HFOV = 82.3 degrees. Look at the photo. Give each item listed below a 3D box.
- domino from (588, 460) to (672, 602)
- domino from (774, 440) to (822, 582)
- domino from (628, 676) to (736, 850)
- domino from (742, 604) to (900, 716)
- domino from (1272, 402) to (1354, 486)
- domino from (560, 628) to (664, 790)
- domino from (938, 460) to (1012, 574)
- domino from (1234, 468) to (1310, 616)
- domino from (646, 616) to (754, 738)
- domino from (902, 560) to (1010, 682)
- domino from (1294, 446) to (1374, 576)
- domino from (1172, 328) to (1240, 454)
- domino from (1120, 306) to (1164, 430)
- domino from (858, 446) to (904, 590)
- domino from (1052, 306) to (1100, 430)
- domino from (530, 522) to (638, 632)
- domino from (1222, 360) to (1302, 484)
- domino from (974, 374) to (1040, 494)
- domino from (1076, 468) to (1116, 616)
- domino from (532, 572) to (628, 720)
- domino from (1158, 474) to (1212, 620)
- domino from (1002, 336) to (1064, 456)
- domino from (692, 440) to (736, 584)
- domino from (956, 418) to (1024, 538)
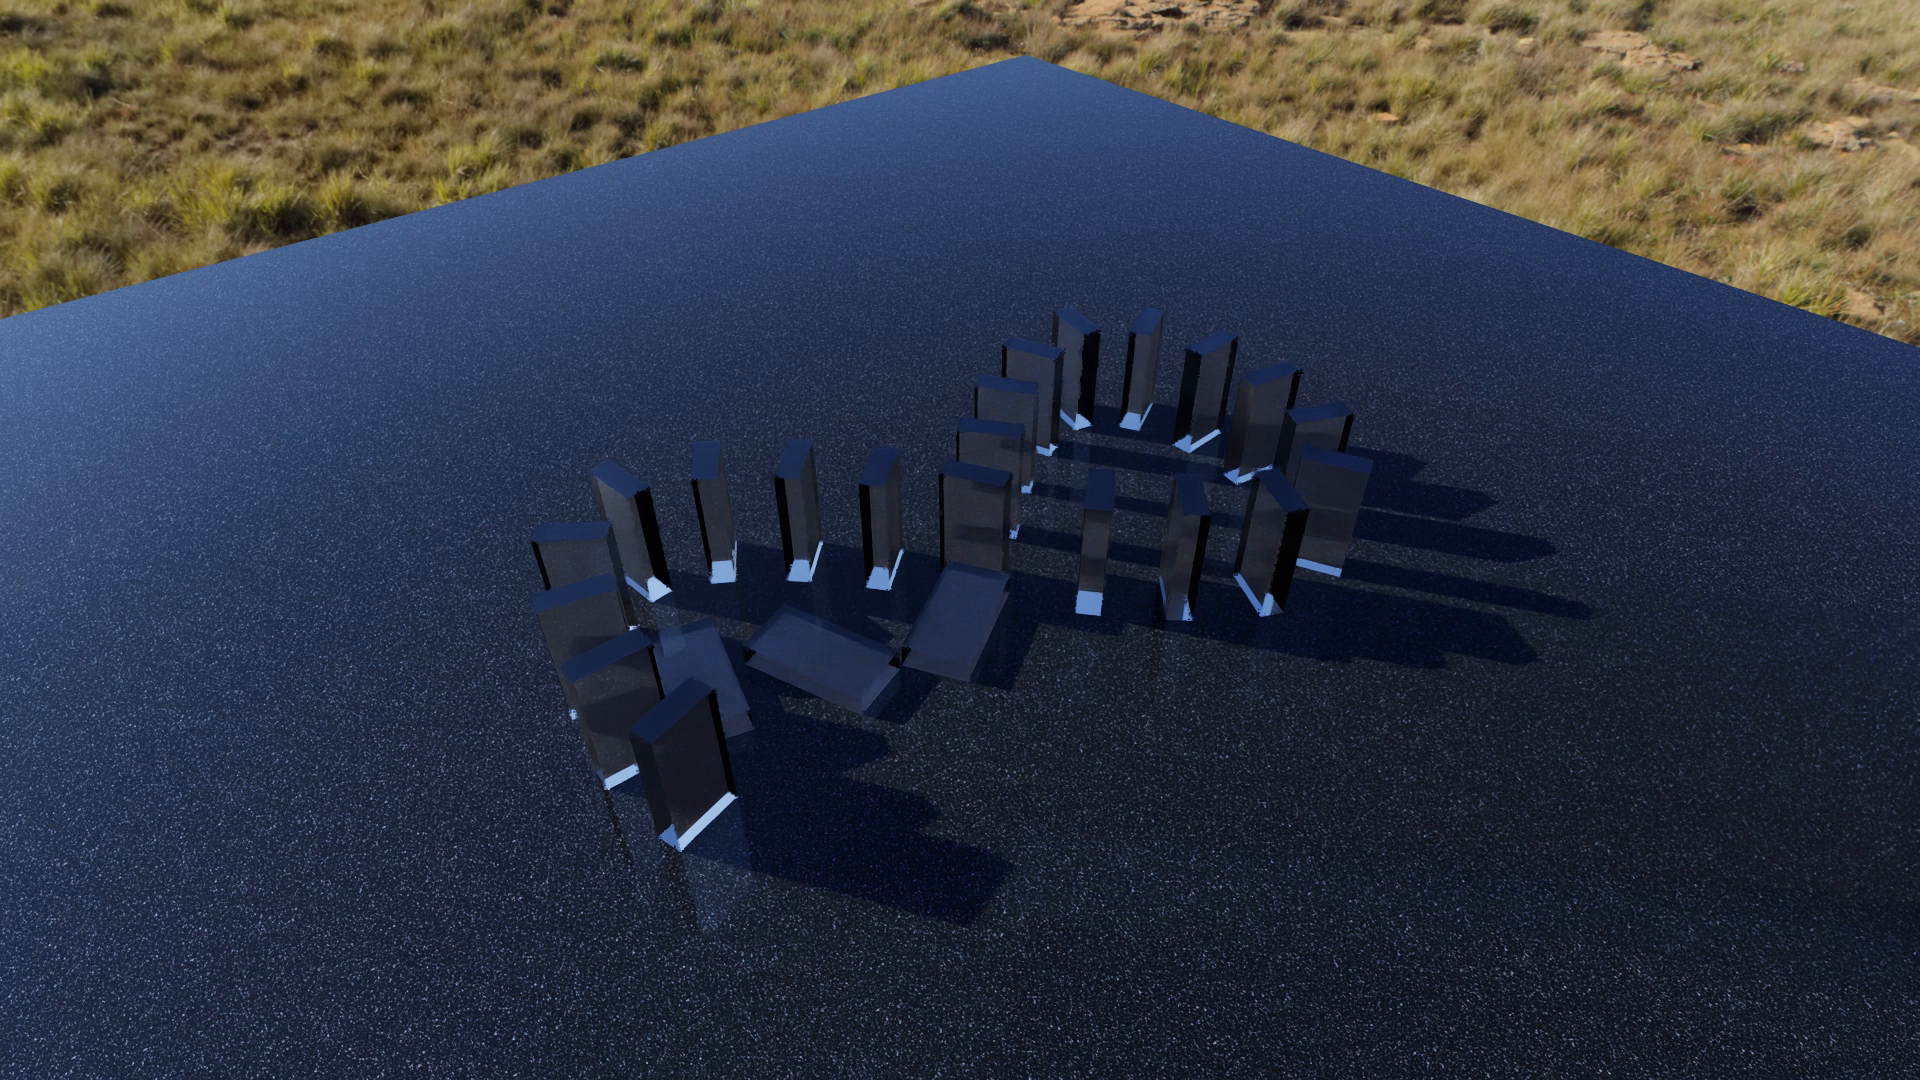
[{"bbox_3d":[-0.124,-0.003,0.415,0.025,0.050,0.009,31,48,32],"label":"domino"},{"bbox_3d":[-0.062,-0.011,0.425,0.009,0.050,0.025,3,39,4],"label":"domino"},{"bbox_3d":[-0.082,0.067,0.329,0.009,0.050,0.025,23,45,26],"label":"domino"},{"bbox_3d":[-0.049,0.042,0.392,0.050,0.010,0.025,20,43,22],"label":"domino"},{"bbox_3d":[0.142,-0.031,0.449,0.025,0.050,0.009,-9,40,-11],"label":"domino"},{"bbox_3d":[-0.106,0.054,0.346,0.025,0.050,0.010,-27,46,-29],"label":"domino"},{"bbox_3d":[0.006,-0.005,0.418,0.025,0.050,0.010,12,41,15],"label":"domino"},{"bbox_3d":[0.115,0.001,0.410,0.010,0.050,0.025,-9,40,-10],"label":"domino"},{"bbox_3d":[-0.092,0.049,0.383,0.025,0.009,0.050,-16,42,-19],"label":"domino"},{"bbox_3d":[-0.001,0.029,0.408,0.025,0.010,0.050,12,41,15],"label":"domino"},{"bbox_3d":[0.140,-0.011,0.425,0.025,0.050,0.009,16,42,19],"label":"domino"},{"bbox_3d":[0.110,-0.066,0.493,0.025,0.050,0.010,-31,49,-32],"label":"domino"},{"bbox_3d":[0.084,-0.079,0.507,0.010,0.050,0.025,15,42,17],"label":"domino"},{"bbox_3d":[-0.030,-0.008,0.421,0.010,0.050,0.025,6,40,8],"label":"domino"},{"bbox_3d":[0.052,-0.079,0.508,0.010,0.050,0.025,-18,43,-20],"label":"domino"},{"bbox_3d":[-0.133,0.016,0.391,0.025,0.050,0.009,-2,39,-3],"label":"domino"},{"bbox_3d":[0.129,-0.050,0.472,0.025,0.050,0.010,-20,43,-23],"label":"domino"},{"bbox_3d":[0.019,-0.044,0.466,0.025,0.050,0.009,10,40,12],"label":"domino"},{"bbox_3d":[0.050,0.001,0.410,0.010,0.050,0.025,6,40,7],"label":"domino"},{"bbox_3d":[-0.123,0.036,0.368,0.025,0.050,0.009,-17,42,-20],"label":"domino"},{"bbox_3d":[0.083,0.003,0.408,0.009,0.050,0.025,0,39,1],"label":"domino"},{"bbox_3d":[0.031,-0.064,0.489,0.025,0.050,0.010,18,43,21],"label":"domino"},{"bbox_3d":[-0.094,-0.011,0.424,0.010,0.050,0.025,-5,40,-6],"label":"domino"},{"bbox_3d":[0.012,-0.024,0.441,0.025,0.050,0.009,7,40,9],"label":"domino"}]
